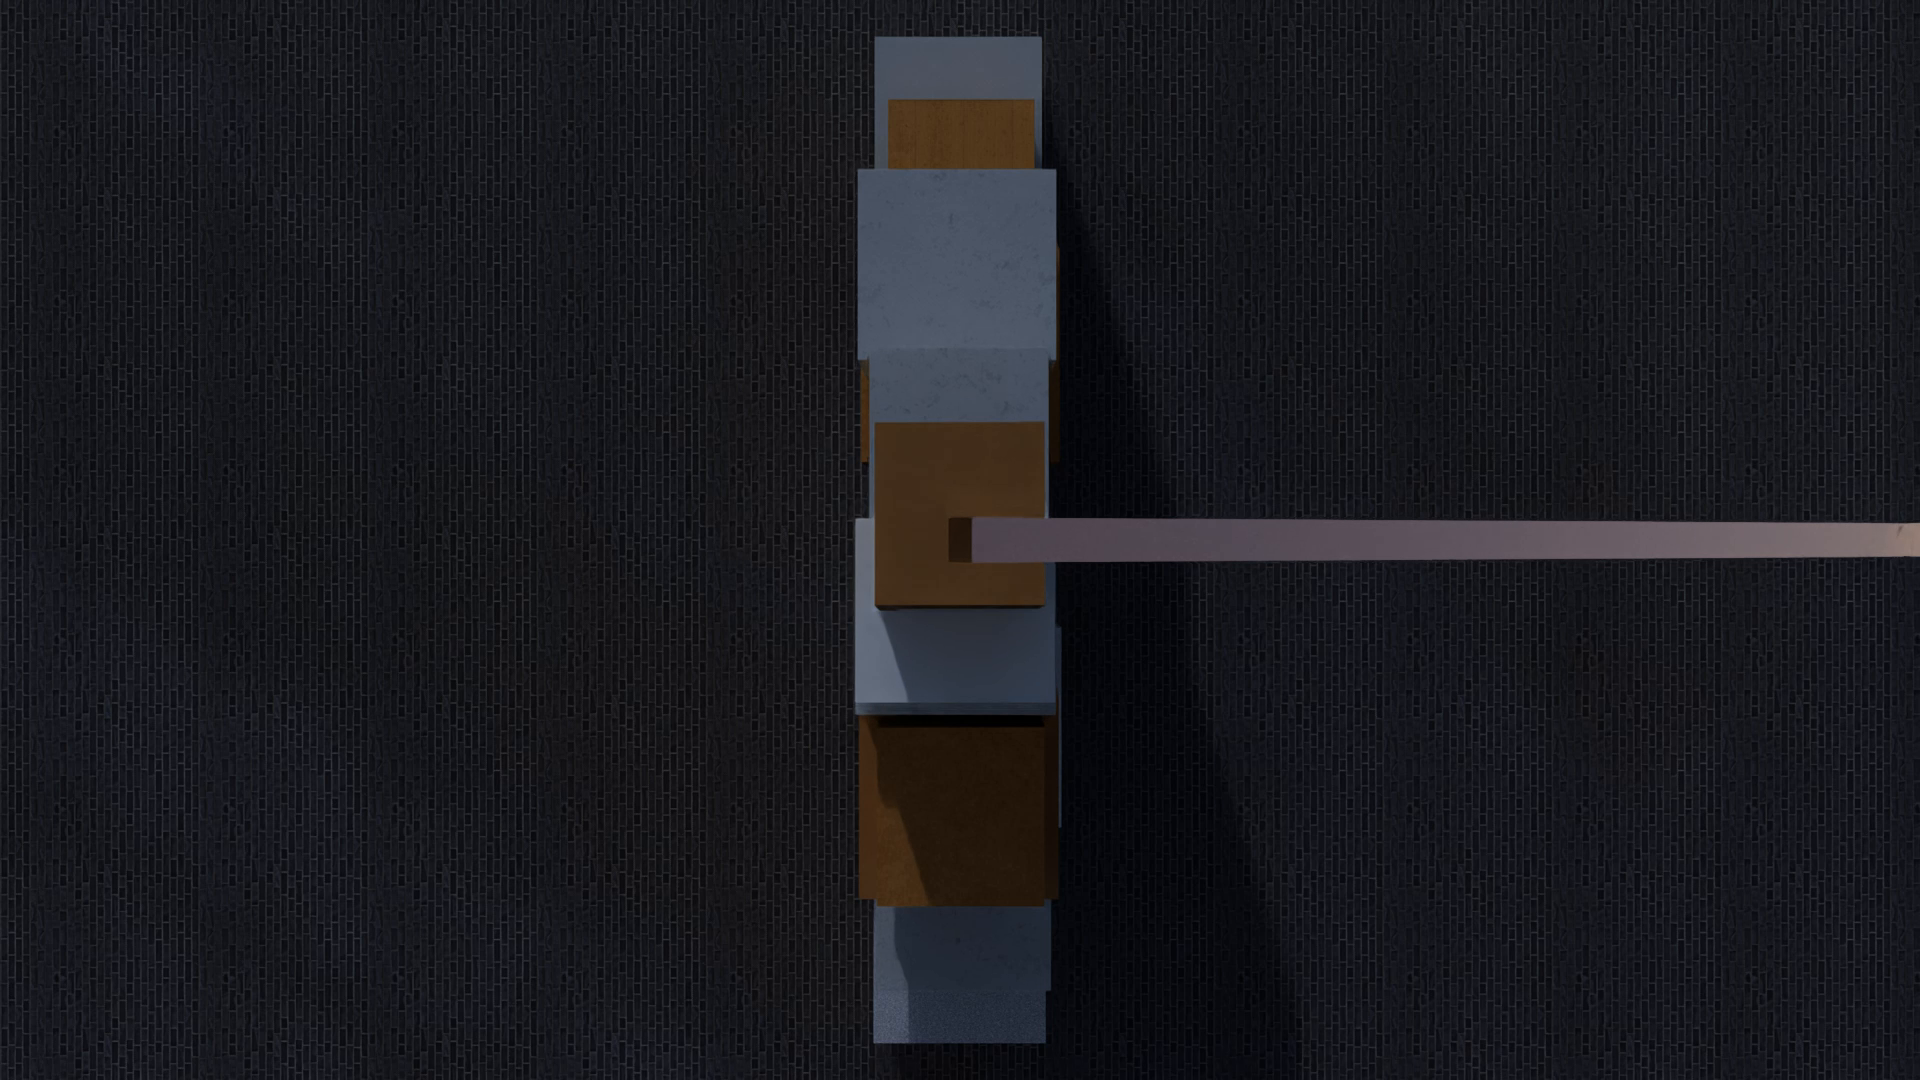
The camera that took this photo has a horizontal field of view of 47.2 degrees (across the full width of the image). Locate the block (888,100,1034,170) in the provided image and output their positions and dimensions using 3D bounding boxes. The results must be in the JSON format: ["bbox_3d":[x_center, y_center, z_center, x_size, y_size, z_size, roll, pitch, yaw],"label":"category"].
[{"bbox_3d":[0.007,-1.883,11.721,0.755,0.732,0.785,0,90,0],"label":"block"}]

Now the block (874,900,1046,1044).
[{"bbox_3d":[-0.003,2.311,12.544,0.947,0.911,0.913,0,90,0],"label":"block"}]

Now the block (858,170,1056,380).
[{"bbox_3d":[-0.013,-1.168,9.874,0.847,0.991,0.816,0,89,0],"label":"block"}]

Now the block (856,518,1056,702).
[{"bbox_3d":[-0.019,0.294,8.856,0.768,0.802,0.709,0,87,0],"label":"block"}]

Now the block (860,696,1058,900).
[{"bbox_3d":[-0.005,1.184,10.532,0.911,0.983,0.911,0,90,0],"label":"block"}]

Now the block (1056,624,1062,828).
[{"bbox_3d":[0.017,0.939,11.483,0.984,0.918,1.005,0,90,0],"label":"block"}]

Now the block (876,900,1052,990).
[{"bbox_3d":[0.018,1.870,11.549,0.890,0.787,0.824,0,91,0],"label":"block"}]

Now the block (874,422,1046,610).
[{"bbox_3d":[-0.002,-0.079,8.191,0.612,0.567,0.662,0,87,0],"label":"block"}]

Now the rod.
[{"bbox_3d":[2.212,0.000,5.285,5.200,0.080,0.080,0,90,-32],"label":"rod"}]

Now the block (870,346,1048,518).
[{"bbox_3d":[-0.003,-0.408,9.138,0.713,0.758,0.703,0,88,0],"label":"block"}]

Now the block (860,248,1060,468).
[{"bbox_3d":[0.002,-0.939,11.654,1.008,1.006,1.084,0,90,0],"label":"block"}]

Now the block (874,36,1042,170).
[{"bbox_3d":[-0.009,-2.280,12.544,0.921,0.913,0.974,0,90,0],"label":"block"}]

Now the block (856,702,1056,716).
[{"bbox_3d":[-0.017,0.382,9.659,0.841,0.806,0.759,0,86,0],"label":"block"}]

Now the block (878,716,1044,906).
[{"bbox_3d":[0.004,1.177,9.696,0.713,0.690,0.763,0,90,0],"label":"block"}]
